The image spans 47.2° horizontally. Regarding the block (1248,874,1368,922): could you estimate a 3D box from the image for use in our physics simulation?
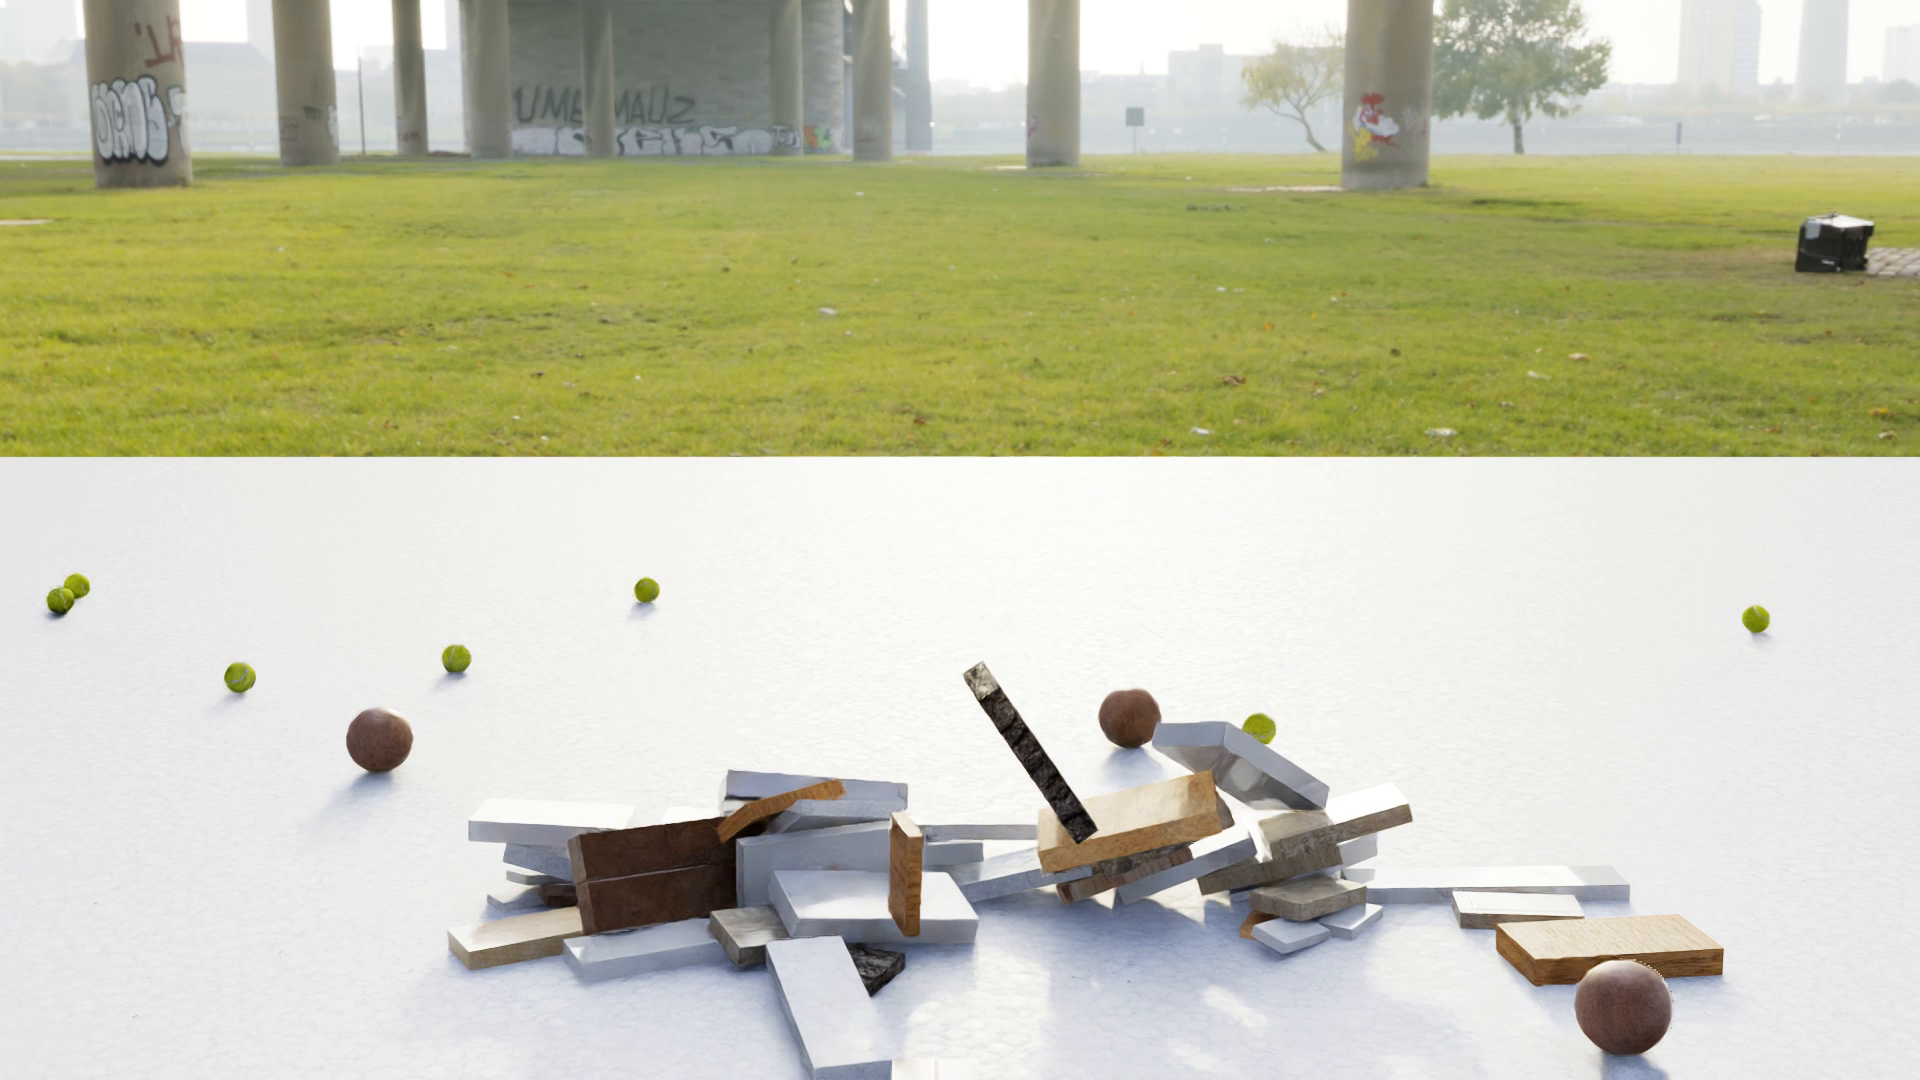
[{"bbox_3d":[0.561,0.574,3.538,0.097,0.028,0.194,8,7,41],"label":"block"}]

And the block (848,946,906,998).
[{"bbox_3d":[-0.154,0.650,3.279,0.084,0.024,0.167,4,11,22],"label":"block"}]

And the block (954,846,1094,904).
[{"bbox_3d":[0.105,0.549,3.656,0.229,0.032,0.114,-13,10,5],"label":"block"}]

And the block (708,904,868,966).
[{"bbox_3d":[-0.265,0.604,3.402,0.221,0.031,0.110,-1,22,-31],"label":"block"}]

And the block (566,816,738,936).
[{"bbox_3d":[-0.464,0.531,3.496,0.306,0.153,0.043,-2,-17,-37],"label":"block"}]

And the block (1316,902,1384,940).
[{"bbox_3d":[0.624,0.608,3.523,0.063,0.018,0.125,7,13,33],"label":"block"}]

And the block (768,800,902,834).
[{"bbox_3d":[-0.201,0.454,3.551,0.195,0.028,0.098,7,-34,-38],"label":"block"}]

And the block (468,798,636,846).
[{"bbox_3d":[-0.675,0.471,3.655,0.255,0.036,0.127,3,10,1],"label":"block"}]

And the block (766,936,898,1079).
[{"bbox_3d":[-0.186,0.660,3.105,0.114,0.032,0.381,-3,16,-14],"label":"block"}]

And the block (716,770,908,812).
[{"bbox_3d":[-0.252,0.438,3.740,0.306,0.043,0.153,5,-18,-10],"label":"block"}]

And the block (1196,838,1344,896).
[{"bbox_3d":[0.511,0.527,3.647,0.237,0.034,0.118,-14,11,9],"label":"block"}]

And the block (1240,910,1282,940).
[{"bbox_3d":[0.493,0.610,3.512,0.063,0.018,0.125,4,11,21],"label":"block"}]

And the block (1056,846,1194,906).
[{"bbox_3d":[0.271,0.536,3.652,0.229,0.032,0.114,-20,10,5],"label":"block"}]

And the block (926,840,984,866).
[{"bbox_3d":[-0.037,0.530,3.729,0.114,0.032,0.229,-2,-6,-10],"label":"block"}]

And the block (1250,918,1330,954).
[{"bbox_3d":[0.516,0.612,3.428,0.063,0.018,0.125,26,19,38],"label":"block"}]

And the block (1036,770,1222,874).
[{"bbox_3d":[0.272,0.454,3.549,0.292,0.041,0.146,-14,19,8],"label":"block"}]

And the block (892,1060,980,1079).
[{"bbox_3d":[-0.032,0.730,2.826,0.114,0.032,0.229,0,11,0],"label":"block"}]

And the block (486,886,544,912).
[{"bbox_3d":[-0.714,0.588,3.635,0.119,0.017,0.059,-8,13,-37],"label":"block"}]

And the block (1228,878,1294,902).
[{"bbox_3d":[0.501,0.573,3.649,0.109,0.015,0.054,-13,12,2],"label":"block"}]

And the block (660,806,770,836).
[{"bbox_3d":[-0.395,0.479,3.671,0.197,0.028,0.099,4,10,1],"label":"block"}]

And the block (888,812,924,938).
[{"bbox_3d":[-0.082,0.505,3.326,0.024,0.167,0.084,-4,20,-19],"label":"block"}]

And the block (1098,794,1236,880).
[{"bbox_3d":[0.329,0.479,3.618,0.229,0.032,0.114,-23,17,-3],"label":"block"}]

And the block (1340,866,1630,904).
[{"bbox_3d":[0.875,0.575,3.673,0.462,0.028,0.097,0,11,-2],"label":"block"}]

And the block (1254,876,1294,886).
[{"bbox_3d":[0.536,0.547,3.654,0.109,0.015,0.054,-22,12,-37],"label":"block"}]

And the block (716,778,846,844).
[{"bbox_3d":[-0.288,0.437,3.551,0.195,0.028,0.098,-10,-23,-44],"label":"block"}]

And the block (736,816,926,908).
[{"bbox_3d":[-0.204,0.540,3.520,0.306,0.153,0.043,-4,10,-21],"label":"block"}]

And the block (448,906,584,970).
[{"bbox_3d":[-0.674,0.619,3.428,0.221,0.031,0.110,-6,12,-29],"label":"block"}]

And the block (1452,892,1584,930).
[{"bbox_3d":[0.898,0.599,3.544,0.194,0.028,0.097,1,11,5],"label":"block"}]

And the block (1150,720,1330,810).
[{"bbox_3d":[0.462,0.373,3.608,0.146,0.041,0.293,-7,-30,44],"label":"block"}]

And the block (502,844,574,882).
[{"bbox_3d":[-0.624,0.535,3.674,0.255,0.036,0.127,16,10,-2],"label":"block"}]

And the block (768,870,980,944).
[{"bbox_3d":[-0.136,0.574,3.445,0.299,0.042,0.149,5,19,-23],"label":"block"}]

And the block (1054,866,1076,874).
[{"bbox_3d":[0.226,0.492,3.594,0.167,0.024,0.084,-18,18,3],"label":"block"}]

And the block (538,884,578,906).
[{"bbox_3d":[-0.625,0.584,3.609,0.119,0.017,0.059,5,8,-24],"label":"block"}]

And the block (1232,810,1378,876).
[{"bbox_3d":[0.559,0.525,3.829,0.149,0.042,0.299,-10,9,-43],"label":"block"}]

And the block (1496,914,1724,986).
[{"bbox_3d":[0.991,0.625,3.362,0.299,0.042,0.149,-2,11,-8],"label":"block"}]

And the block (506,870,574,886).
[{"bbox_3d":[-0.686,0.559,3.648,0.119,0.017,0.059,6,-3,-45],"label":"block"}]

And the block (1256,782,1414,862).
[{"bbox_3d":[0.617,0.464,3.631,0.237,0.034,0.118,-16,10,0],"label":"block"}]

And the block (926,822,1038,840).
[{"bbox_3d":[-0.001,0.508,3.828,0.447,0.028,0.098,-2,-7,17],"label":"block"}]

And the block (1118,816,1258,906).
[{"bbox_3d":[0.371,0.532,3.658,0.237,0.034,0.118,-21,10,1],"label":"block"}]

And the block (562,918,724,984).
[{"bbox_3d":[-0.486,0.629,3.373,0.221,0.031,0.110,-5,12,-25],"label":"block"}]

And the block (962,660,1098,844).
[{"bbox_3d":[0.111,0.336,3.489,0.041,0.292,0.146,-35,17,-1],"label":"block"}]
